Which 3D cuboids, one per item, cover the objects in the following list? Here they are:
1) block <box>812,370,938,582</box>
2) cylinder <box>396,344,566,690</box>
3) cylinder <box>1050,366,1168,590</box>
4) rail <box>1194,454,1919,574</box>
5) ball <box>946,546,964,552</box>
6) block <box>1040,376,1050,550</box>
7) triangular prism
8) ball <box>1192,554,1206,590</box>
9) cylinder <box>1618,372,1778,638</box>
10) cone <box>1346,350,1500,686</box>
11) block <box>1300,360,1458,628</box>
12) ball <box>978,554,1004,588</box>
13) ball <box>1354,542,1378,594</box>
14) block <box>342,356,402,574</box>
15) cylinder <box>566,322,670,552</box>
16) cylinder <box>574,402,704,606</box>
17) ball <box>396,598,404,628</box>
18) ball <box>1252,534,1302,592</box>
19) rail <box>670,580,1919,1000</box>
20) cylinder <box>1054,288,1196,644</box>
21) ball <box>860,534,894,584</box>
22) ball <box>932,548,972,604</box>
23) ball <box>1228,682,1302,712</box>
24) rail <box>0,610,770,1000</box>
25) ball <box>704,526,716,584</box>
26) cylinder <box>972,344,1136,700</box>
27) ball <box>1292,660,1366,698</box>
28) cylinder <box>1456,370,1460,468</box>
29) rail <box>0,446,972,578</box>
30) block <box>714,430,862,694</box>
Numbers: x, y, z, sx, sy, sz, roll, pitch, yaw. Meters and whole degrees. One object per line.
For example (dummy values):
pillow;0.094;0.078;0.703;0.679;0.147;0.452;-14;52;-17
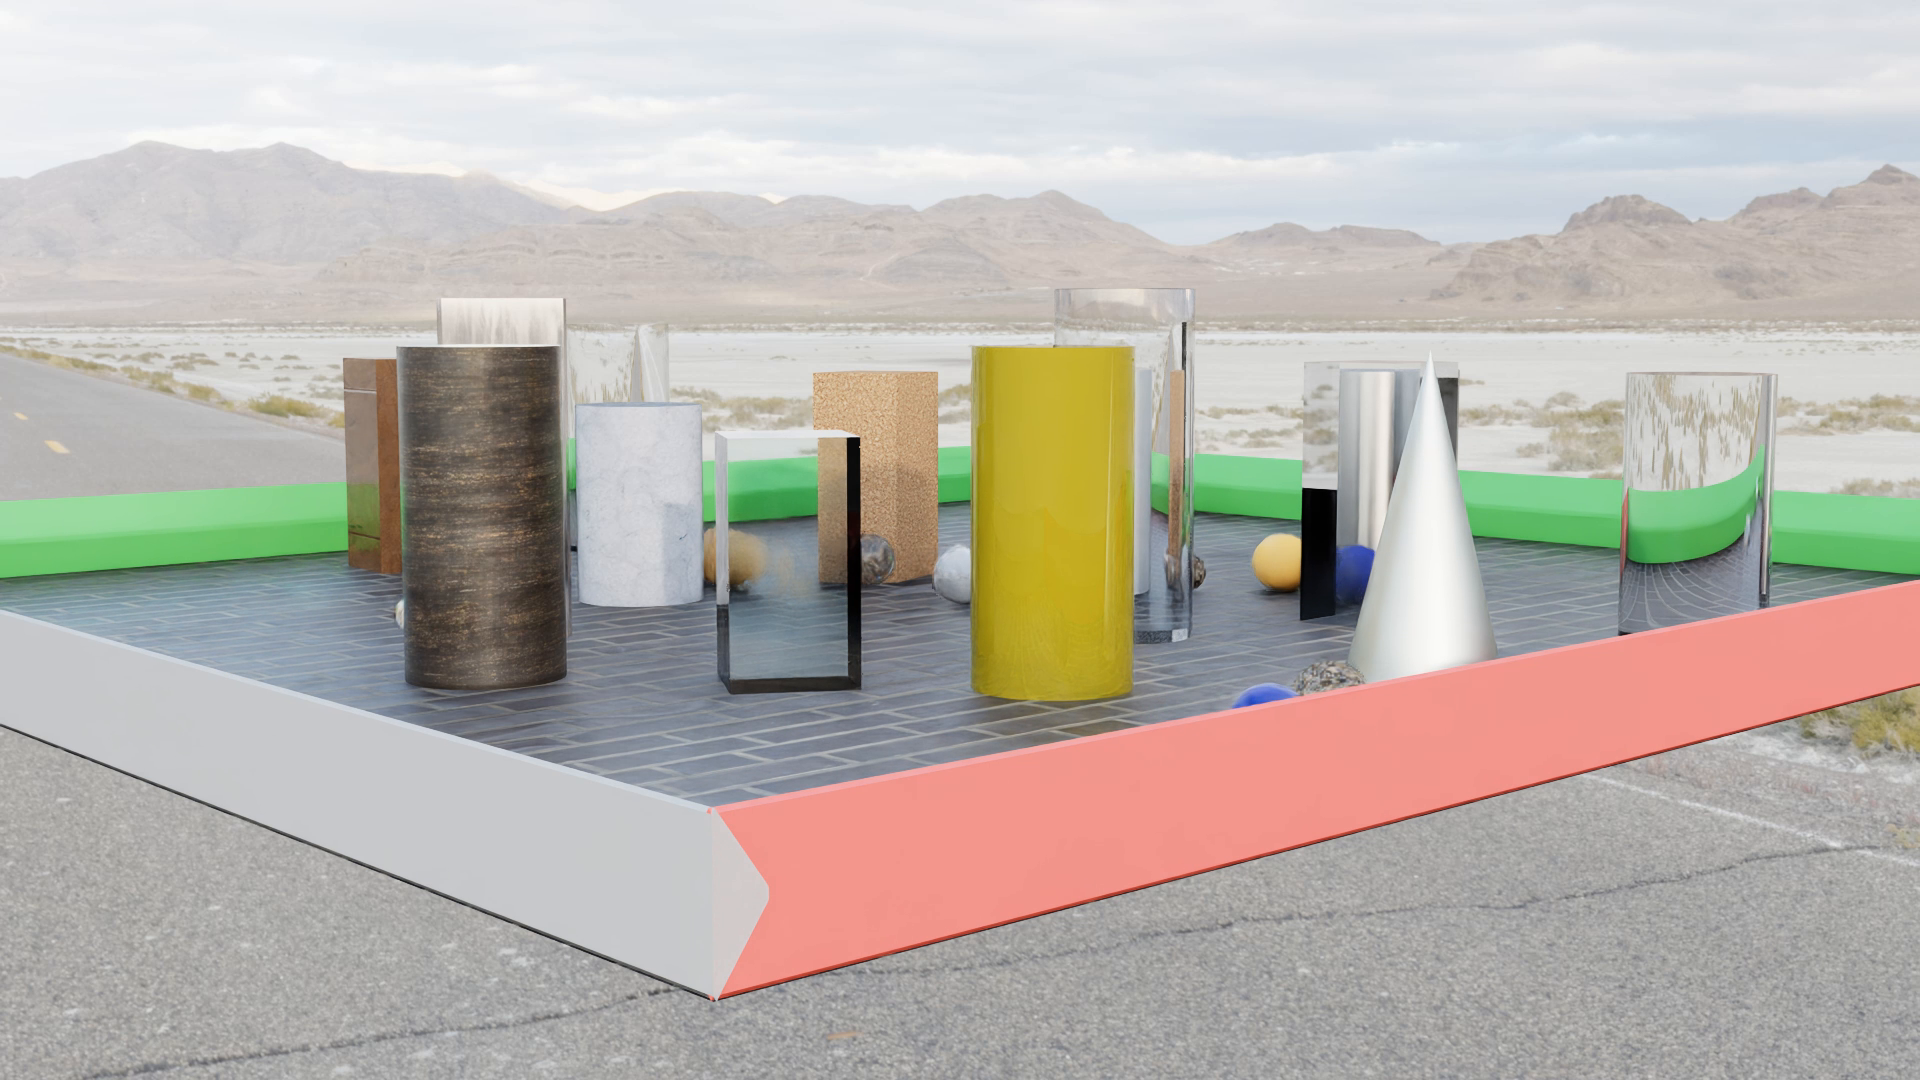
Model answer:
block;-0.139;-0.110;3.669;0.154;0.340;0.154;3;7;25
cylinder;-0.575;-0.033;2.649;0.192;0.400;0.192;0;6;0
cylinder;0.242;-0.105;3.578;0.192;0.350;0.192;0;6;0
rail;1.031;-0.067;4.279;0.045;0.125;2.625;-6;8;-42
ball;-0.004;0.031;3.735;0.045;0.045;0.045;0;6;0
block;0.233;-0.148;4.149;0.154;0.316;0.154;0;6;-1
triangular prism;-0.631;-0.101;3.019;0.167;0.458;0.144;-2;6;-17
ball;0.359;0.050;3.480;0.061;0.061;0.061;0;6;0
cylinder;0.983;-0.042;2.936;0.192;0.359;0.192;0;6;0
cone;0.529;-0.016;2.494;0.192;0.399;0.192;0;6;0
block;0.595;-0.068;3.127;0.154;0.370;0.154;-6;8;-44
ball;0.041;0.049;3.517;0.056;0.056;0.056;0;6;0
ball;0.649;0.047;3.362;0.091;0.091;0.091;0;6;0
block;-0.957;-0.133;3.793;0.154;0.360;0.154;-4;7;-35
cylinder;-0.634;-0.192;4.081;0.192;0.417;0.192;0;6;0
cylinder;-0.491;-0.059;3.376;0.192;0.299;0.192;0;6;0
ball;-0.754;0.101;3.041;0.052;0.052;0.052;0;6;0
ball;0.508;0.036;3.470;0.092;0.092;0.092;0;6;0
rail;0.874;0.132;2.390;2.854;0.125;0.045;-6;8;-42
cylinder;0.222;-0.105;2.995;0.192;0.471;0.192;0;6;0
ball;-0.147;0.031;3.555;0.084;0.084;0.084;0;6;0
ball;0.001;0.055;3.325;0.084;0.084;0.084;0;6;0
ball;0.300;0.180;2.129;0.084;0.084;0.084;0;6;0
rail;-1.031;0.132;2.386;0.045;0.125;2.625;-6;8;-42
ball;-0.385;0.025;3.558;0.095;0.095;0.095;0;6;0
cylinder;0.109;-0.026;2.580;0.192;0.401;0.192;0;6;0
ball;0.383;0.166;2.279;0.081;0.081;0.081;0;6;0
cylinder;0.690;-0.095;3.483;0.192;0.349;0.192;0;6;0
rail;-0.874;-0.067;4.274;2.854;0.125;0.045;-6;8;-42
block;-0.206;0.022;2.620;0.154;0.297;0.154;-1;6;-12
